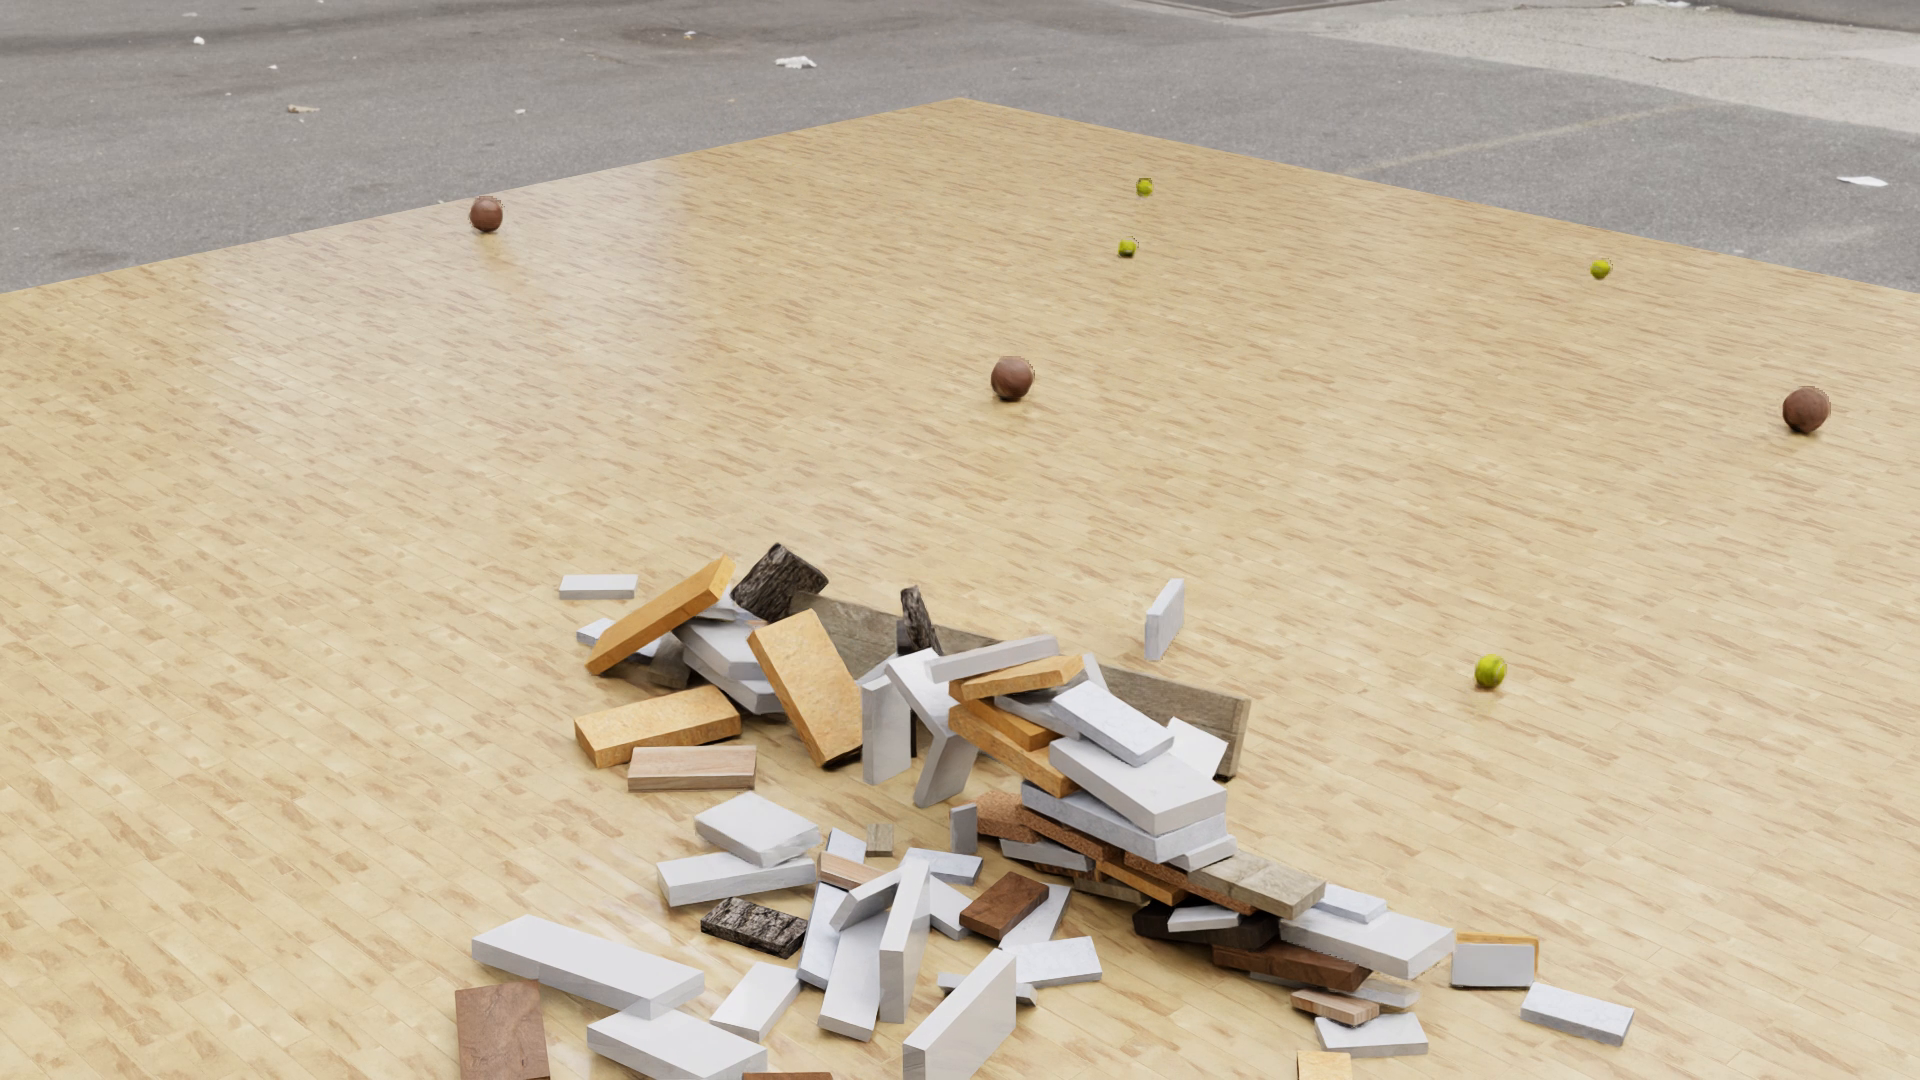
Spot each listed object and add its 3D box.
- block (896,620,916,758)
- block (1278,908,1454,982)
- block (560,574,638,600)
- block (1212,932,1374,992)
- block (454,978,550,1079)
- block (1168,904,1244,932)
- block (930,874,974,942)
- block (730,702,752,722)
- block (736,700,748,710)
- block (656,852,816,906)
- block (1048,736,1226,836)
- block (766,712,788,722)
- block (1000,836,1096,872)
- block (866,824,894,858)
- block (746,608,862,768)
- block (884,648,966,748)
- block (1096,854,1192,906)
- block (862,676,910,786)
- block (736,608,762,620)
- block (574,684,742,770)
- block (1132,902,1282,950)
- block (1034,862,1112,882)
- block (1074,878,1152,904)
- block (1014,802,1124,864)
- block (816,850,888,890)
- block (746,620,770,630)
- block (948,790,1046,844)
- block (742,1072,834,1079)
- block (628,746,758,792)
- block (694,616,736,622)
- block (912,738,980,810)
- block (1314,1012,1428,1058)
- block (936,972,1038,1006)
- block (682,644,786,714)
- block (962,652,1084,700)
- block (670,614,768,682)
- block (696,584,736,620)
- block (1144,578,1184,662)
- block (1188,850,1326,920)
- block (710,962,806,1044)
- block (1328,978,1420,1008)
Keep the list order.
[{"bbox_3d":[-0.114,0.316,4.679,0.037,0.263,0.131,-1,23,-2],"label":"block"},{"bbox_3d":[0.710,0.692,3.851,0.136,0.039,0.273,-21,21,-40],"label":"block"},{"bbox_3d":[-0.895,0.117,5.453,0.184,0.026,0.092,-1,23,-1],"label":"block"},{"bbox_3d":[0.602,0.730,3.905,0.273,0.039,0.136,5,20,36],"label":"block"},{"bbox_3d":[-0.773,0.847,3.713,0.142,0.040,0.284,-6,24,-13],"label":"block"},{"bbox_3d":[0.441,0.674,3.925,0.129,0.018,0.064,-9,12,22],"label":"block"},{"bbox_3d":[-0.039,0.680,4.101,0.175,0.025,0.087,27,34,35],"label":"block"},{"bbox_3d":[-0.510,0.378,4.853,0.094,0.013,0.047,20,30,38],"label":"block"},{"bbox_3d":[-0.475,0.357,4.877,0.047,0.013,0.094,18,10,-34],"label":"block"},{"bbox_3d":[-0.427,0.633,4.183,0.279,0.040,0.139,-7,12,-16],"label":"block"},{"bbox_3d":[0.321,0.431,4.015,0.161,0.046,0.322,-14,26,-30],"label":"block"},{"bbox_3d":[-0.420,0.371,4.843,0.047,0.013,0.094,17,11,-35],"label":"block"},{"bbox_3d":[0.203,0.584,4.234,0.122,0.034,0.243,-22,14,-37],"label":"block"},{"bbox_3d":[-0.158,0.593,4.344,0.052,0.015,0.103,0,23,0],"label":"block"},{"bbox_3d":[-0.309,0.314,4.690,0.159,0.045,0.319,-21,75,-38],"label":"block"},{"bbox_3d":[-0.045,0.313,4.380,0.111,0.031,0.221,-15,50,-34],"label":"block"},{"bbox_3d":[0.352,0.611,4.062,0.095,0.027,0.190,-23,30,-37],"label":"block"},{"bbox_3d":[-0.153,0.389,4.561,0.031,0.221,0.111,20,30,39],"label":"block"},{"bbox_3d":[-0.558,0.179,5.260,0.184,0.026,0.092,2,6,-3],"label":"block"},{"bbox_3d":[-0.652,0.400,4.740,0.322,0.046,0.161,-13,26,-22],"label":"block"},{"bbox_3d":[0.462,0.684,3.996,0.273,0.039,0.136,-2,15,44],"label":"block"},{"bbox_3d":[0.239,0.612,4.209,0.095,0.027,0.190,-22,14,-37],"label":"block"},{"bbox_3d":[0.311,0.640,4.132,0.095,0.027,0.190,-21,13,-34],"label":"block"},{"bbox_3d":[0.231,0.536,4.180,0.121,0.034,0.243,-21,26,-36],"label":"block"},{"bbox_3d":[-0.198,0.637,4.159,0.148,0.021,0.074,21,20,-12],"label":"block"},{"bbox_3d":[-0.519,0.214,5.177,0.145,0.021,0.072,-1,22,-8],"label":"block"},{"bbox_3d":[0.102,0.545,4.345,0.121,0.034,0.243,-22,16,-37],"label":"block"},{"bbox_3d":[-0.240,0.925,3.447,0.148,0.042,0.295,4,14,-20],"label":"block"},{"bbox_3d":[-0.556,0.477,4.589,0.258,0.037,0.129,-1,23,-2],"label":"block"},{"bbox_3d":[-0.584,0.144,5.071,0.092,0.026,0.184,5,16,-22],"label":"block"},{"bbox_3d":[-0.019,0.443,4.440,0.111,0.221,0.031,-18,52,-36],"label":"block"},{"bbox_3d":[0.699,0.844,3.741,0.174,0.025,0.087,-2,23,-5],"label":"block"},{"bbox_3d":[0.048,0.781,3.826,0.164,0.023,0.082,5,-20,12],"label":"block"},{"bbox_3d":[-0.468,0.301,4.889,0.159,0.045,0.319,0,19,-38],"label":"block"},{"bbox_3d":[0.120,0.261,4.202,0.212,0.030,0.106,-11,10,27],"label":"block"},{"bbox_3d":[-0.513,0.235,4.921,0.159,0.045,0.319,2,17,-33],"label":"block"},{"bbox_3d":[-0.565,0.137,5.007,0.092,0.026,0.184,7,15,-13],"label":"block"},{"bbox_3d":[0.481,0.185,5.169,0.033,0.115,0.230,8,23,18],"label":"block"},{"bbox_3d":[0.525,0.605,3.900,0.219,0.031,0.109,16,26,37],"label":"block"},{"bbox_3d":[-0.351,0.804,3.831,0.094,0.027,0.188,8,24,19],"label":"block"},{"bbox_3d":[0.720,0.782,3.821,0.140,0.020,0.070,6,5,34],"label":"block"}]
